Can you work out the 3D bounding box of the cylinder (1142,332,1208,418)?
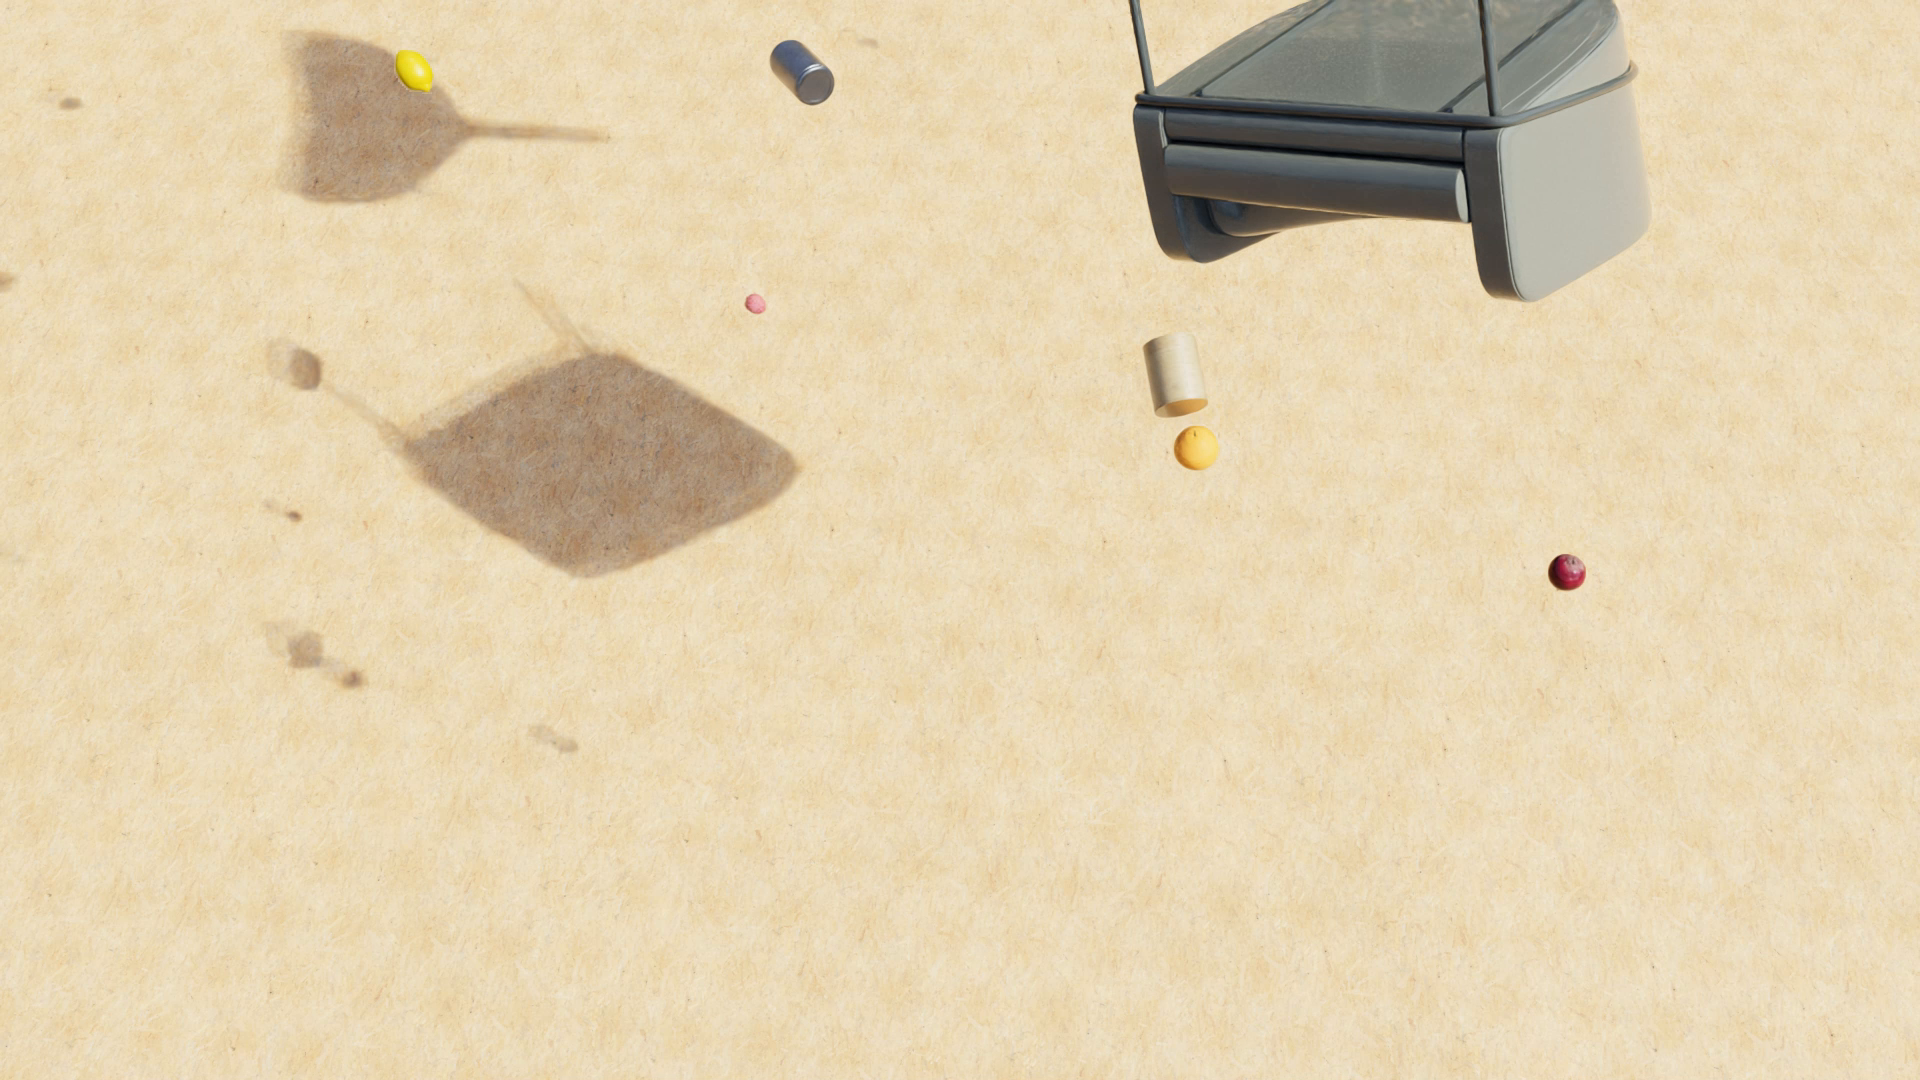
[{"bbox_3d":[0.333,-0.254,3.399,0.083,0.096,0.107,-7,77,-12],"label":"cylinder"}]
